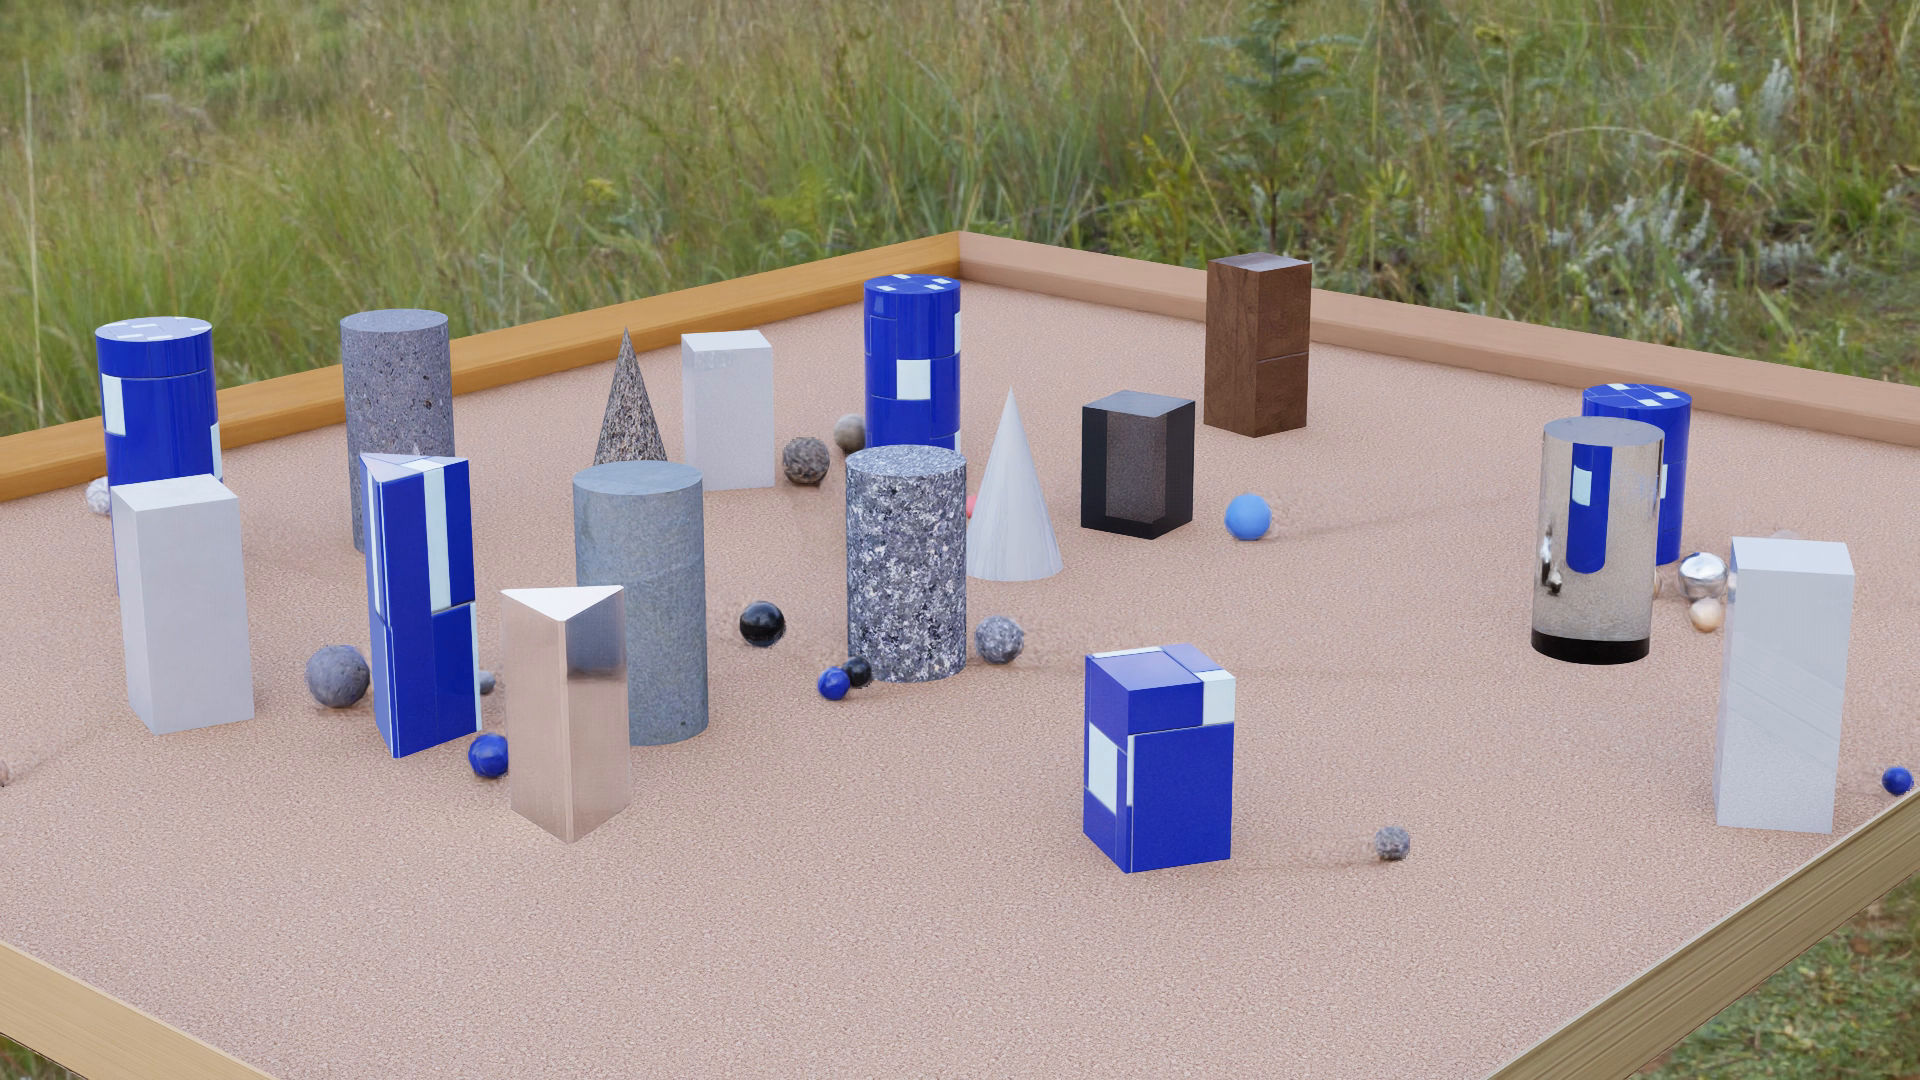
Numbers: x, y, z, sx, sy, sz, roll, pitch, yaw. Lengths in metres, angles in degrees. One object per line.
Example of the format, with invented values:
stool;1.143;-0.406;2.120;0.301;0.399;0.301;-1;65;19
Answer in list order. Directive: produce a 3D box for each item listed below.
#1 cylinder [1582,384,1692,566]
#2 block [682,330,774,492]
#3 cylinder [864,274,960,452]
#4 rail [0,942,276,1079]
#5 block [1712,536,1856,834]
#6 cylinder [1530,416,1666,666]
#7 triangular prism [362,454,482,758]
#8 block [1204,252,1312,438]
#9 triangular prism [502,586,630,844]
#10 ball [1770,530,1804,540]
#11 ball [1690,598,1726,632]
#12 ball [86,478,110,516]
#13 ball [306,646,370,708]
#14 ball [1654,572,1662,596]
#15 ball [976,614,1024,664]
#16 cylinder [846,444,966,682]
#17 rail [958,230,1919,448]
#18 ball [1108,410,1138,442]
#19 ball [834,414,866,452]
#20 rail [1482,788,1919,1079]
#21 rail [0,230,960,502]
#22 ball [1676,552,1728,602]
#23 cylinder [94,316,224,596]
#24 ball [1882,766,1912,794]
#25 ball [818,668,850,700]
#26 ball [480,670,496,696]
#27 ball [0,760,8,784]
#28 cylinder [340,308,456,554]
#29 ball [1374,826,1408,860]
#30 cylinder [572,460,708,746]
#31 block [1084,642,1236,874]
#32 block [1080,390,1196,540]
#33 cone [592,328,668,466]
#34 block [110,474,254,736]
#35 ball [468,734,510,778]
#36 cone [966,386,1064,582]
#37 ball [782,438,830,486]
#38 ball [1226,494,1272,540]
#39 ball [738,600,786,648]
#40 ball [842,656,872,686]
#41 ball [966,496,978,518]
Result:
cylinder;1.222;-0.119;5.334;0.193;0.293;0.193;0;17;0
block;-0.460;-0.257;5.808;0.155;0.283;0.155;-4;17;-14
cylinder;-0.095;-0.330;5.888;0.193;0.376;0.193;0;17;0
rail;-1.327;0.473;3.657;3.567;0.126;0.045;14;22;39
block;1.154;0.202;4.120;0.155;0.378;0.155;3;17;11
cylinder;1.045;0.000;4.810;0.193;0.368;0.193;0;17;0
triangular prism;-0.841;0.089;4.411;0.145;0.428;0.167;14;22;38
block;0.629;-0.415;6.206;0.155;0.355;0.155;-13;21;-37
triangular prism;-0.530;0.233;4.111;0.145;0.325;0.167;-12;21;-35
ball;1.476;0.022;5.237;0.079;0.079;0.079;0;17;0
ball;1.256;0.126;4.928;0.058;0.058;0.058;0;17;0
ball;-1.631;-0.084;5.598;0.072;0.072;0.072;0;17;0
ball;-0.969;0.213;4.571;0.097;0.097;0.097;0;17;0
ball;1.199;0.075;5.112;0.048;0.048;0.048;0;17;0
ball;0.065;0.162;4.770;0.080;0.080;0.080;0;17;0
cylinder;-0.086;0.037;4.731;0.193;0.343;0.193;0;17;0
rail;1.327;-0.410;6.583;3.567;0.126;0.045;14;22;39
ball;0.341;-0.238;6.124;0.064;0.064;0.064;0;17;0
ball;-0.221;-0.219;6.040;0.077;0.077;0.077;0;17;0
rail;1.329;0.365;4.016;0.045;0.126;4.095;14;22;39
rail;-1.329;-0.302;6.225;0.045;0.126;4.095;14;22;39
ball;1.287;0.064;5.082;0.087;0.087;0.087;0;17;0
cylinder;-1.381;-0.137;5.090;0.193;0.468;0.193;0;17;0
ball;1.350;0.346;4.226;0.041;0.041;0.041;0;17;0
ball;-0.198;0.225;4.610;0.051;0.051;0.051;0;17;0
ball;-0.754;0.225;4.628;0.041;0.041;0.041;0;17;0
ball;-1.404;0.337;4.256;0.042;0.042;0.042;0;17;0
cylinder;-1.025;-0.197;5.370;0.193;0.420;0.193;0;17;0
ball;0.587;0.414;3.995;0.046;0.046;0.046;0;17;0
cylinder;-0.483;0.094;4.451;0.193;0.394;0.193;0;17;0
block;0.270;0.296;4.010;0.155;0.262;0.155;-6;18;-18
block;0.335;-0.143;5.513;0.155;0.235;0.155;11;20;32
cone;-0.629;-0.230;5.572;0.193;0.368;0.193;0;17;0
block;-1.195;0.097;4.508;0.155;0.355;0.155;-9;19;-28
ball;-0.686;0.315;4.288;0.065;0.065;0.065;0;17;0
cone;0.091;-0.114;5.245;0.193;0.335;0.193;0;17;0
ball;-0.304;-0.154;5.795;0.094;0.094;0.094;0;17;0
ball;0.535;-0.044;5.442;0.086;0.086;0.086;0;17;0
ball;-0.327;0.139;4.851;0.077;0.077;0.077;0;17;0
ball;-0.164;0.209;4.667;0.049;0.049;0.049;0;17;0
ball;0.028;-0.062;5.572;0.045;0.045;0.045;0;17;0
